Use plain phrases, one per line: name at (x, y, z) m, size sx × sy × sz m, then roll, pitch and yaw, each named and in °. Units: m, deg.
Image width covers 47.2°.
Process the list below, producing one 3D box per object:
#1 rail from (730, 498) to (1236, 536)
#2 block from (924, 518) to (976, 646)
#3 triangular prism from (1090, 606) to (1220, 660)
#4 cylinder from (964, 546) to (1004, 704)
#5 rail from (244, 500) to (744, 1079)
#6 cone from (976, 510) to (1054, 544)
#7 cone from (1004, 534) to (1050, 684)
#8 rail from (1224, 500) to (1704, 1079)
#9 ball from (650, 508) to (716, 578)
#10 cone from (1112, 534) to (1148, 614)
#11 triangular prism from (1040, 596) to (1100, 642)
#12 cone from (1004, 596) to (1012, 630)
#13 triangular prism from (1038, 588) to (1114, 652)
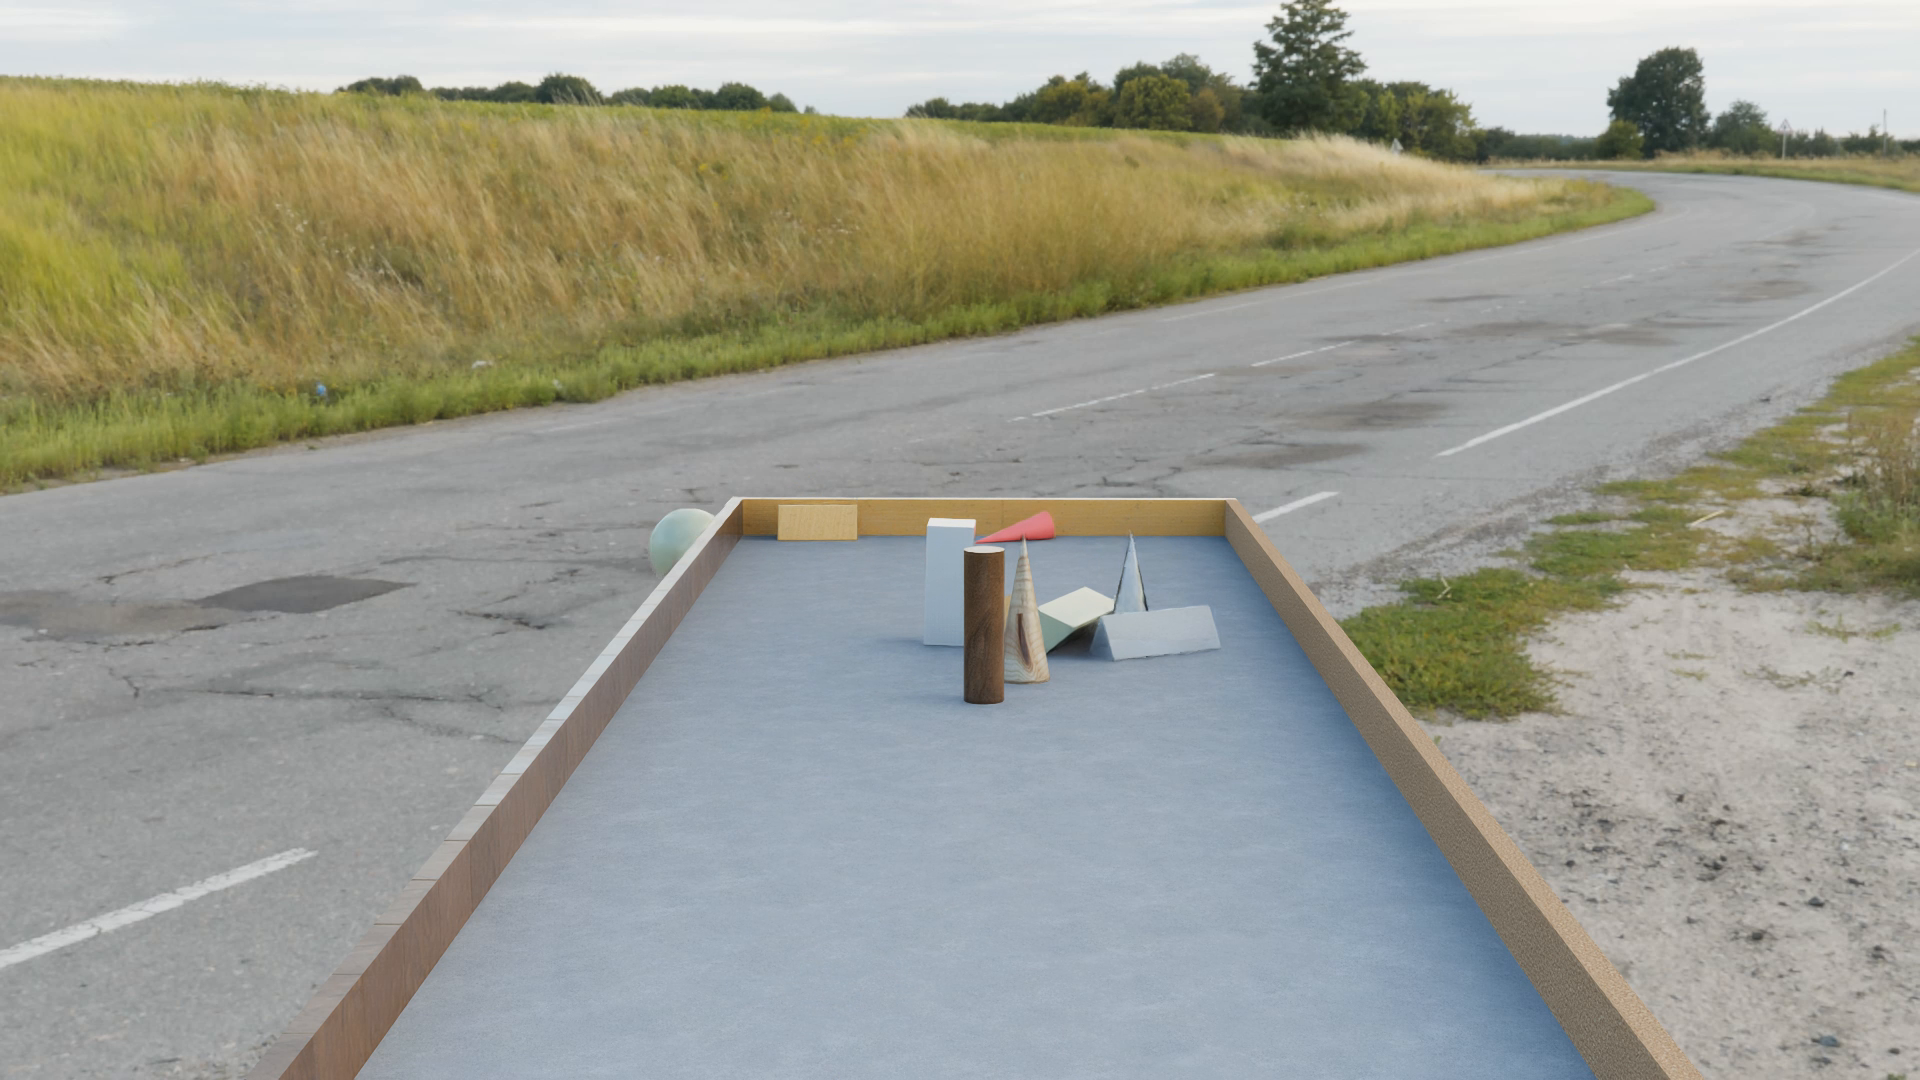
rail at (0.099, -0.098, 9.147) m, size 2.100 × 0.150 × 0.050 m, roll 0°, pitch 9°, yaw 1°
block at (-0.032, 0.132, 6.943) m, size 0.146 × 0.379 × 0.146 m, roll 2°, pitch 10°, yaw 3°
triangular prism at (0.606, 0.280, 6.812) m, size 0.390 × 0.127 × 0.147 m, roll -5°, pitch 10°, yaw -27°
cylinder at (0.067, 0.238, 6.143) m, size 0.114 × 0.428 × 0.114 m, roll 0°, pitch 9°, yaw 0°
rail at (-1.004, 0.839, 3.234) m, size 0.050 × 0.150 × 12.000 m, roll 0°, pitch 9°, yaw 1°
cone at (0.201, -0.023, 8.967) m, size 0.351 × 0.119 × 0.119 m, roll -14°, pitch 14°, yaw -21°
cone at (0.185, 0.190, 6.412) m, size 0.160 × 0.438 × 0.160 m, roll 0°, pitch 9°, yaw 0°
rail at (1.046, 0.843, 3.208) m, size 0.050 × 0.150 × 12.000 m, roll 0°, pitch 9°, yaw 1°
ball at (-1.282, 0.037, 10.423) m, size 0.378 × 0.378 × 0.378 m, roll 0°, pitch 9°, yaw 0°
cone at (0.539, 0.148, 6.941) m, size 0.157 × 0.355 × 0.157 m, roll 0°, pitch 9°, yaw 0°
triangular prism at (0.348, 0.253, 7.127) m, size 0.099 × 0.086 × 0.333 m, roll 5°, pitch 10°, yaw 28°
cone at (0.140, 0.274, 7.017) m, size 0.171 × 0.171 × 0.304 m, roll -2°, pitch -7°, yaw -12°
triangular prism at (0.350, 0.233, 6.918) m, size 0.147 × 0.127 × 0.416 m, roll -40°, pitch -10°, yaw 25°
